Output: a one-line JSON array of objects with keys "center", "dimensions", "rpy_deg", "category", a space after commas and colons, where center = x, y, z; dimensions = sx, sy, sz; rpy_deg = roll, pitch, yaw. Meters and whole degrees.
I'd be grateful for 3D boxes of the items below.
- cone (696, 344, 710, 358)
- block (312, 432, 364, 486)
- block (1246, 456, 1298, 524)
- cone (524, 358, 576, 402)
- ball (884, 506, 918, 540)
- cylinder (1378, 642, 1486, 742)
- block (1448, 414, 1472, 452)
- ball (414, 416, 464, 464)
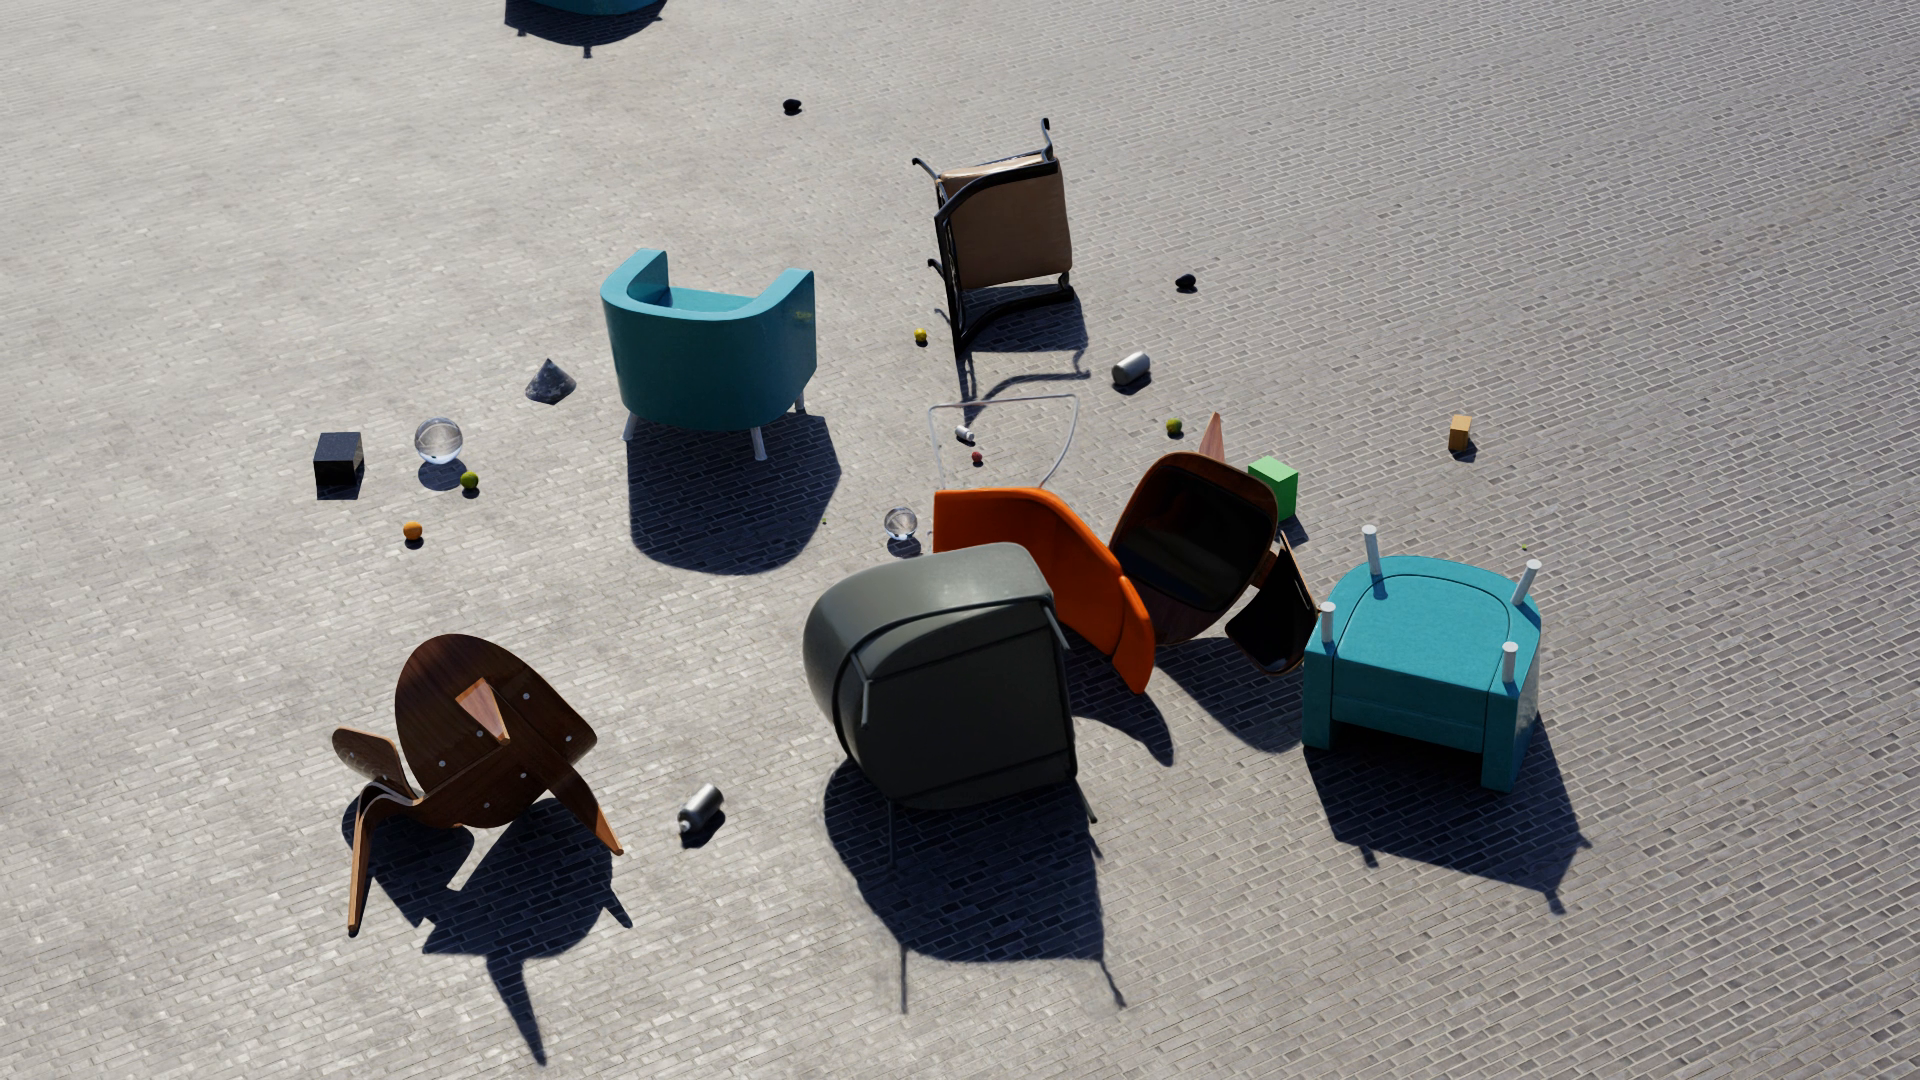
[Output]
[{"center": [-1.045, -0.768, 12.083], "dimensions": [0.047, 0.076, 0.084], "rpy_deg": [48, 29, -1], "category": "cone"}, {"center": [-2.399, -0.314, 11.320], "dimensions": [0.153, 0.111, 0.209], "rpy_deg": [-1, 33, -1], "category": "block"}, {"center": [1.176, -0.191, 11.063], "dimensions": [0.106, 0.188, 0.158], "rpy_deg": [-26, 41, -34], "category": "block"}, {"center": [-1.658, -0.674, 11.837], "dimensions": [0.190, 0.143, 0.229], "rpy_deg": [24, 40, 32], "category": "cone"}, {"center": [-0.220, -0.062, 10.922], "dimensions": [0.127, 0.127, 0.127], "rpy_deg": [0, 33, 0], "category": "ball"}, {"center": [1.605, 0.517, 9.985], "dimensions": [0.289, 0.191, 0.308], "rpy_deg": [-11, 34, -4], "category": "cylinder"}, {"center": [1.960, -0.420, 11.497], "dimensions": [0.069, 0.094, 0.111], "rpy_deg": [9, 34, 13], "category": "block"}, {"center": [-2.020, -0.386, 11.359], "dimensions": [0.188, 0.188, 0.188], "rpy_deg": [0, 33, 0], "category": "ball"}]
